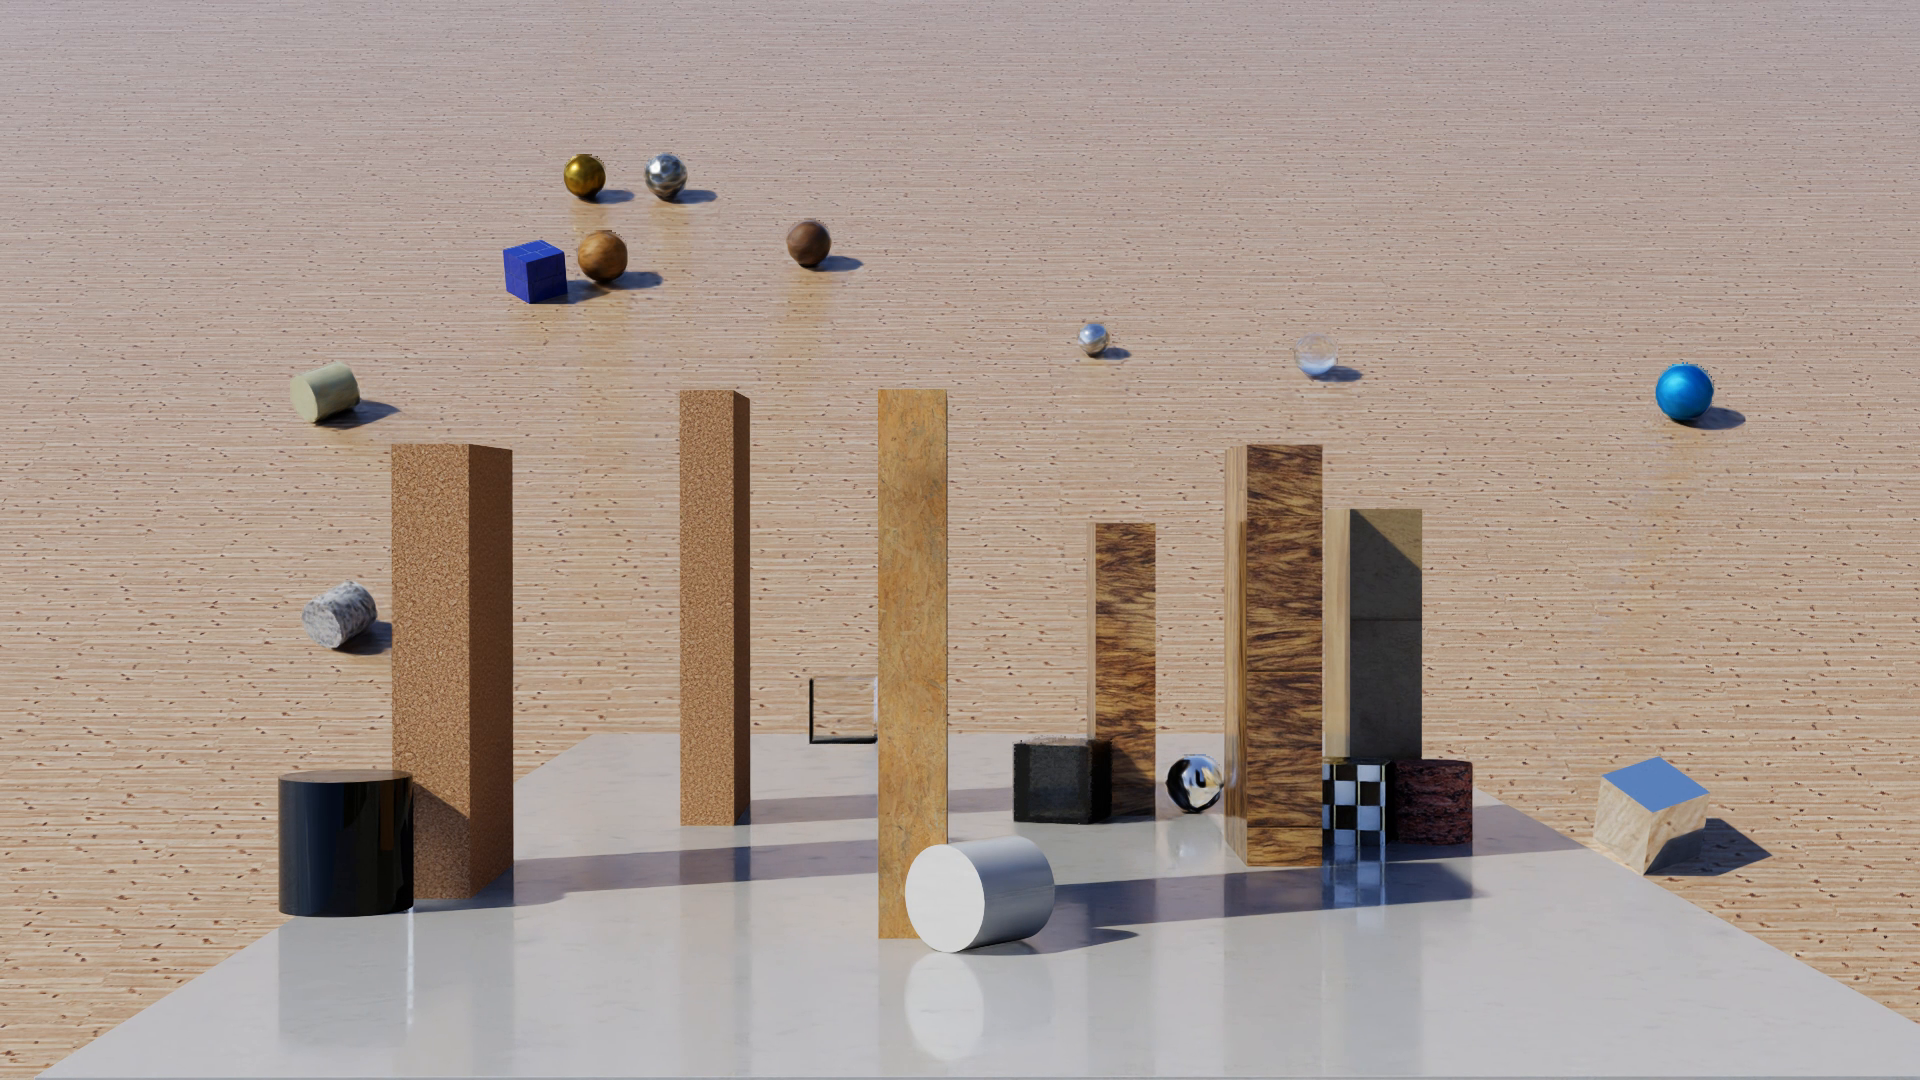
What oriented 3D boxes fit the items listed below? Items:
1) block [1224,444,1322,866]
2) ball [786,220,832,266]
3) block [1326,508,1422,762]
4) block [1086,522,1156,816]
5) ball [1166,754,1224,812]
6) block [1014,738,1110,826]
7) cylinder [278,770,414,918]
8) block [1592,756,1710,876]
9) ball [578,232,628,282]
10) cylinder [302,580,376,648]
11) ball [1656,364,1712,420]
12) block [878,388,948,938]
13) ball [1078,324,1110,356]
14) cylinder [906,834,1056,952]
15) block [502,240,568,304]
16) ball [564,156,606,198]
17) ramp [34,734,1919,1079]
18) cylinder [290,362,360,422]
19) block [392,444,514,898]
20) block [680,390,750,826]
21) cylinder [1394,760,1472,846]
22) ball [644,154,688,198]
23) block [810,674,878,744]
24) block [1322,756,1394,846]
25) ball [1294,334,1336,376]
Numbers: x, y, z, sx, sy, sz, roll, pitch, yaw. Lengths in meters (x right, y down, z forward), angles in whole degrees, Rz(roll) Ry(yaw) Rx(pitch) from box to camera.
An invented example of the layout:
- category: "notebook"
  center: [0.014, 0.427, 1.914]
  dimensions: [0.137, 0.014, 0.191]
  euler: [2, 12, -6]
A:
- category: "block"
  center: [0.520, 0.183, 4.313]
  dimensions: [0.121, 0.677, 0.349]
  euler: [0, 1, 0]
- category: "ball"
  center: [-0.563, -1.106, 9.621]
  dimensions: [0.167, 0.167, 0.167]
  euler: [0, 28, 0]
- category: "block"
  center: [0.748, 0.230, 4.690]
  dimensions: [0.127, 0.574, 0.303]
  euler: [0, 1, 0]
- category: "block"
  center: [0.310, 0.240, 5.000]
  dimensions: [0.112, 0.547, 0.333]
  euler: [0, 1, 0]
- category: "ball"
  center: [0.445, 0.461, 4.902]
  dimensions: [0.107, 0.107, 0.107]
  euler: [0, 28, 0]
- category: "block"
  center: [0.190, 0.445, 4.783]
  dimensions: [0.143, 0.143, 0.143]
  euler: [0, 1, 20]
- category: "cylinder"
  center: [-0.885, 0.434, 3.723]
  dimensions: [0.190, 0.190, 0.190]
  euler: [0, 1, 0]
- category: "block"
  center: [1.679, 0.669, 6.280]
  dimensions: [0.182, 0.182, 0.182]
  euler: [-14, 31, -25]
- category: "ball"
  center: [-1.309, -1.038, 9.475]
  dimensions: [0.184, 0.184, 0.184]
  euler: [0, 28, 0]
- category: "cylinder"
  center: [-1.724, 0.208, 7.185]
  dimensions: [0.143, 0.143, 0.143]
  euler: [16, 32, 27]
- category: "ball"
  center: [2.365, -0.482, 8.437]
  dimensions: [0.181, 0.181, 0.181]
  euler: [0, 28, 0]
- category: "block"
  center: [-0.064, 0.163, 3.631]
  dimensions: [0.091, 0.733, 0.376]
  euler: [0, 1, 0]
- category: "ball"
  center: [0.461, -0.692, 8.905]
  dimensions: [0.111, 0.111, 0.111]
  euler: [0, 28, 0]
- category: "cylinder"
  center: [0.026, 0.463, 3.391]
  dimensions: [0.139, 0.139, 0.139]
  euler: [26, 17, 39]
- category: "block"
  center: [-1.542, -0.975, 9.382]
  dimensions: [0.161, 0.161, 0.161]
  euler: [-21, 35, -34]
- category: "ball"
  center: [-1.489, -1.441, 10.250]
  dimensions: [0.165, 0.165, 0.165]
  euler: [0, 28, 0]
- category: "ramp"
  center: [0.063, 0.569, 4.609]
  dimensions: [2.000, 0.100, 4.000]
  euler: [0, 1, 0]
- category: "cylinder"
  center: [-2.079, -0.484, 8.464]
  dimensions: [0.159, 0.159, 0.159]
  euler: [-25, 37, -38]
- category: "block"
  center: [-0.779, 0.191, 3.988]
  dimensions: [0.114, 0.670, 0.375]
  euler: [0, 1, 0]
- category: "block"
  center: [-0.459, 0.121, 4.867]
  dimensions: [0.097, 0.789, 0.373]
  euler: [0, 1, 0]
- category: "cylinder"
  center: [0.819, 0.453, 4.475]
  dimensions: [0.134, 0.134, 0.134]
  euler: [0, 1, 0]
- category: "ball"
  center: [-1.167, -1.444, 10.251]
  dimensions: [0.170, 0.170, 0.170]
  euler: [0, 28, 0]
- category: "block"
  center: [-0.288, 0.419, 6.421]
  dimensions: [0.158, 0.158, 0.158]
  euler: [0, 1, 3]
- category: "block"
  center: [0.675, 0.451, 4.472]
  dimensions: [0.138, 0.138, 0.138]
  euler: [0, 1, 16]
- category: "ball"
  center: [1.201, -0.626, 8.749]
  dimensions: [0.142, 0.142, 0.142]
  euler: [0, 28, 0]
